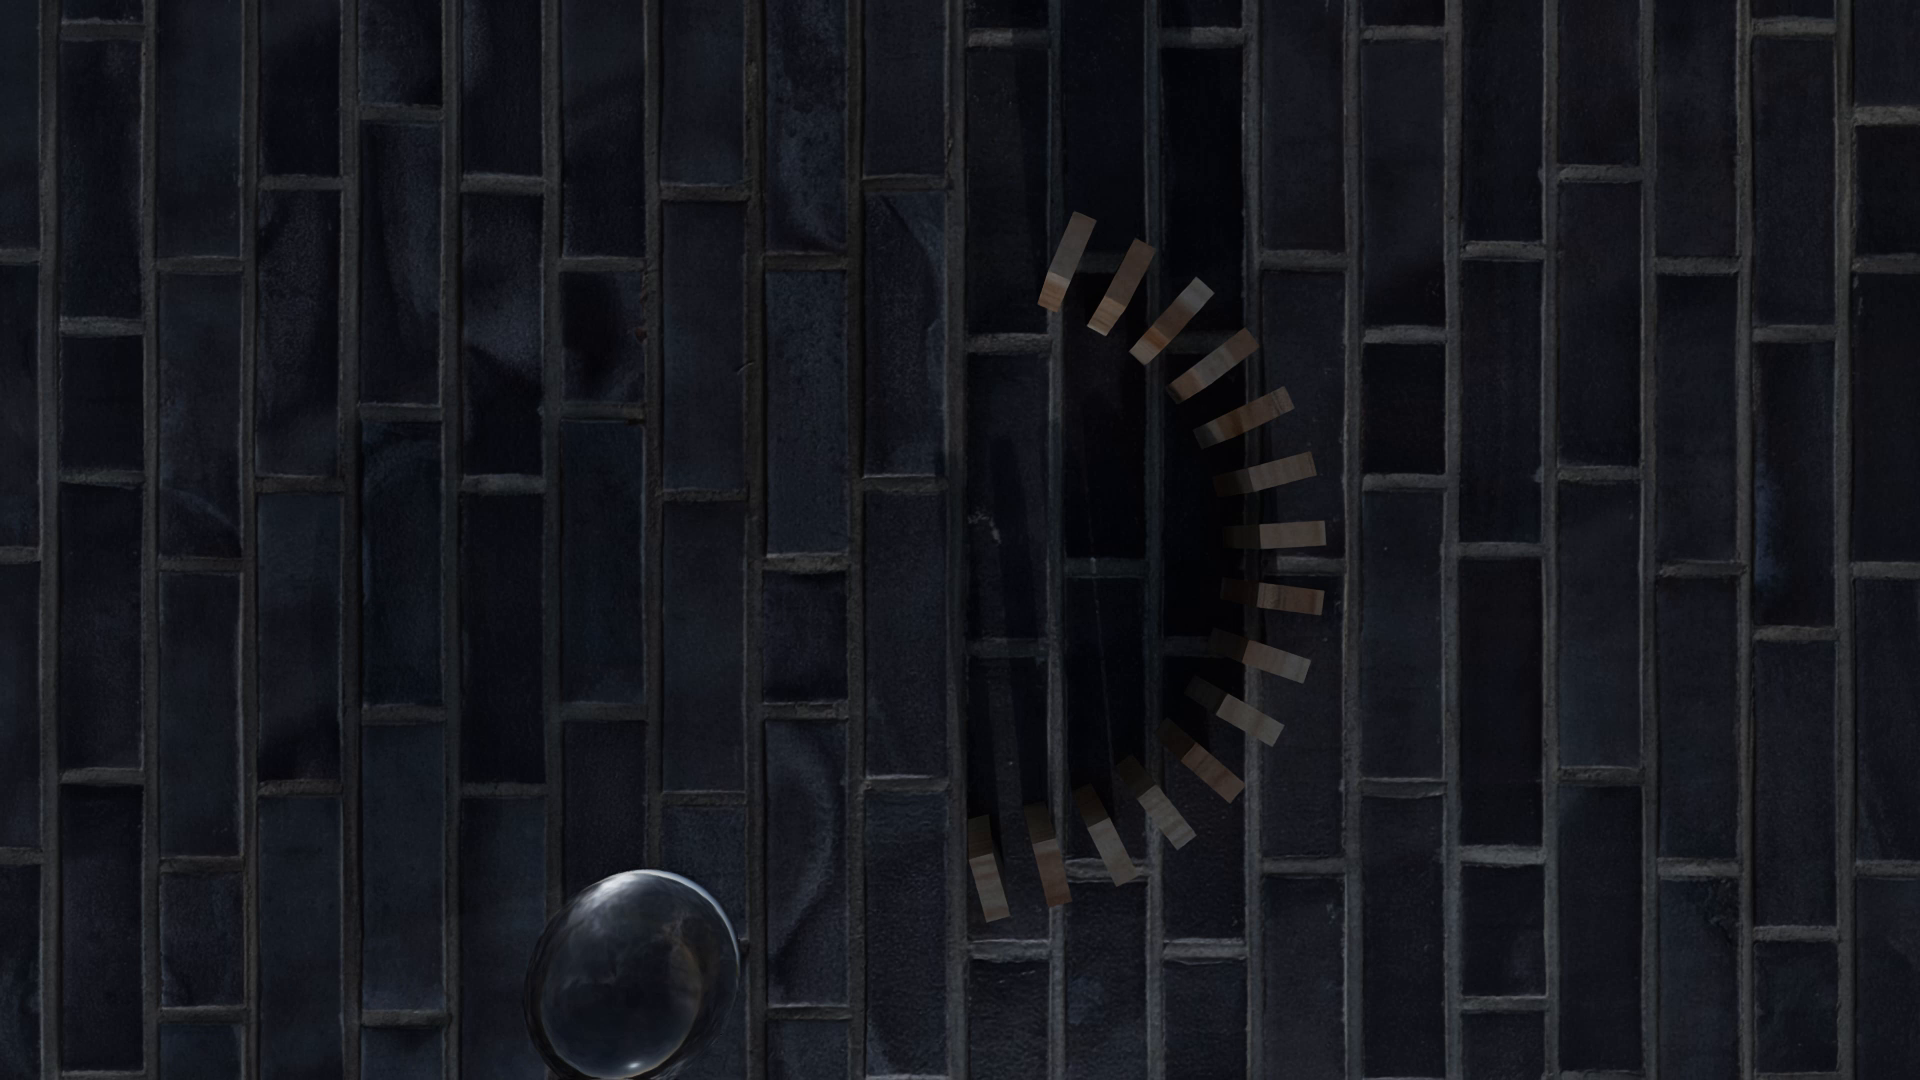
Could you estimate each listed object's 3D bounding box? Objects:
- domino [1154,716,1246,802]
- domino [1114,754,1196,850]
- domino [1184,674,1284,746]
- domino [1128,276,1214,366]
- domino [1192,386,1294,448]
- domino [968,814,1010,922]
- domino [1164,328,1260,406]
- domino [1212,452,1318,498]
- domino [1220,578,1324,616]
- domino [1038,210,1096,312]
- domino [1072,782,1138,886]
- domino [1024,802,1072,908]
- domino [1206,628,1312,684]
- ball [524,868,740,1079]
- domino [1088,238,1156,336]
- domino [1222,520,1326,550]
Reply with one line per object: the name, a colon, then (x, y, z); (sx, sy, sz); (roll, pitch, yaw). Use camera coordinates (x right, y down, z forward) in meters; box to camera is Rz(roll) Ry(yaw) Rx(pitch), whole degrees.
domino: (0.097, 0.089, 0.375); (0.025, 0.050, 0.009); (41, 90, 0)
domino: (0.079, 0.106, 0.375); (0.009, 0.050, 0.025); (-38, 90, 0)
domino: (0.111, 0.069, 0.375); (0.025, 0.050, 0.010); (29, 90, 0)
domino: (0.085, -0.088, 0.375); (0.010, 0.050, 0.025); (42, 90, 0)
domino: (0.115, -0.049, 0.375); (0.025, 0.050, 0.009); (-26, 90, 0)
domino: (0.011, 0.133, 0.375); (0.010, 0.050, 0.025); (-16, 90, 0)
domino: (0.102, -0.070, 0.375); (0.025, 0.050, 0.010); (-37, 90, 0)
domino: (0.123, -0.026, 0.375); (0.025, 0.050, 0.010); (-15, 90, 0)
domino: (0.126, 0.023, 0.375); (0.025, 0.050, 0.010); (7, 90, 0)
domino: (0.043, -0.113, 0.375); (0.009, 0.050, 0.025); (23, 90, 0)
domino: (0.058, 0.119, 0.375); (0.009, 0.050, 0.025); (-26, 90, 0)
domino: (0.035, 0.127, 0.375); (0.009, 0.050, 0.025); (-14, 90, 0)
domino: (0.121, 0.046, 0.375); (0.025, 0.050, 0.010); (19, 90, 0)
ball: (-0.127, 0.172, 0.360); (0.080, 0.080, 0.080); (0, 90, 0)
domino: (0.065, -0.102, 0.375); (0.010, 0.050, 0.025); (28, 90, 0)
domino: (0.127, -0.002, 0.375); (0.025, 0.050, 0.009); (-3, 90, 0)
